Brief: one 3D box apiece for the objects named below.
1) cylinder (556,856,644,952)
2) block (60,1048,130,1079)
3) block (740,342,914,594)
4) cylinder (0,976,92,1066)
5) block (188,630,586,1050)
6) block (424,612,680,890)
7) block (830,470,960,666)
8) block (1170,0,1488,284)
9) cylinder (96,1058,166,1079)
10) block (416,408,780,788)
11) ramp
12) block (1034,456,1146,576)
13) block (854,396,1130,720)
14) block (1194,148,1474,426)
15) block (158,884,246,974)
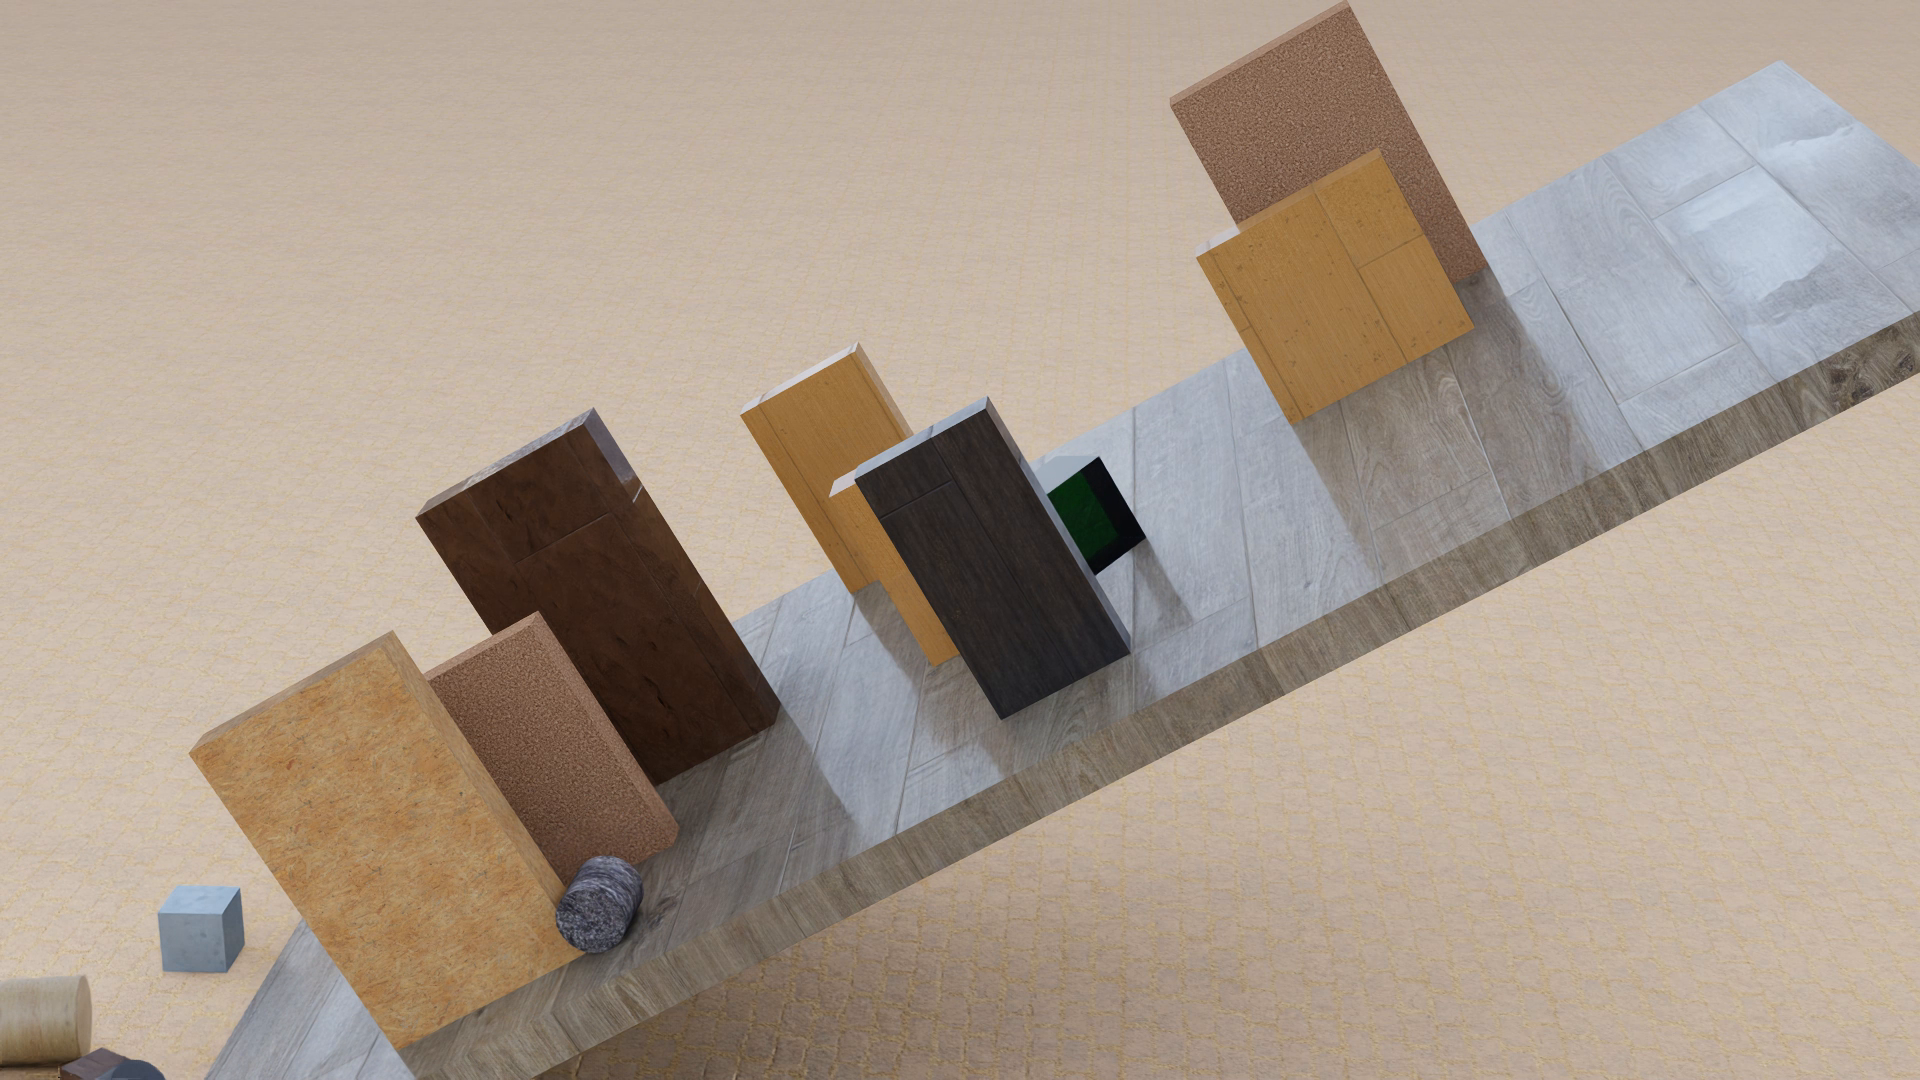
[{"bbox_3d":[-0.698,0.706,5.704,0.138,0.138,0.138,3,22,9],"label":"cylinder"},{"bbox_3d":[-1.857,1.187,6.359,0.115,0.115,0.115,13,22,33],"label":"block"},{"bbox_3d":[-0.250,-0.169,6.974,0.316,0.510,0.090,-28,15,12],"label":"block"},{"bbox_3d":[-2.053,1.076,6.573,0.189,0.189,0.189,-2,19,-7],"label":"cylinder"},{"bbox_3d":[-1.099,0.590,5.717,0.447,0.725,0.097,-28,15,12],"label":"block"},{"bbox_3d":[-0.888,0.473,6.041,0.386,0.547,0.087,-28,15,12],"label":"block"},{"bbox_3d":[-0.043,0.009,6.128,0.271,0.426,0.117,-28,15,12],"label":"block"},{"bbox_3d":[0.828,-0.806,6.606,0.447,0.665,0.106,-28,15,12],"label":"block"},{"bbox_3d":[-1.767,1.193,6.183,0.154,0.154,0.154,-33,2,29],"label":"cylinder"},{"bbox_3d":[-0.783,0.157,6.413,0.431,0.781,0.126,-28,15,12],"label":"block"},{"bbox_3d":[0.142,0.168,6.284,4.000,0.100,2.000,-28,15,12],"label":"ramp"},{"bbox_3d":[0.221,-0.036,6.194,0.204,0.204,0.204,-36,15,-19],"label":"block"},{"bbox_3d":[0.065,0.037,5.564,0.283,0.551,0.089,-28,15,12],"label":"block"},{"bbox_3d":[0.797,-0.538,6.265,0.441,0.423,0.095,-28,15,12],"label":"block"},{"bbox_3d":[-1.819,0.933,7.057,0.154,0.154,0.154,1,19,3],"label":"block"}]
